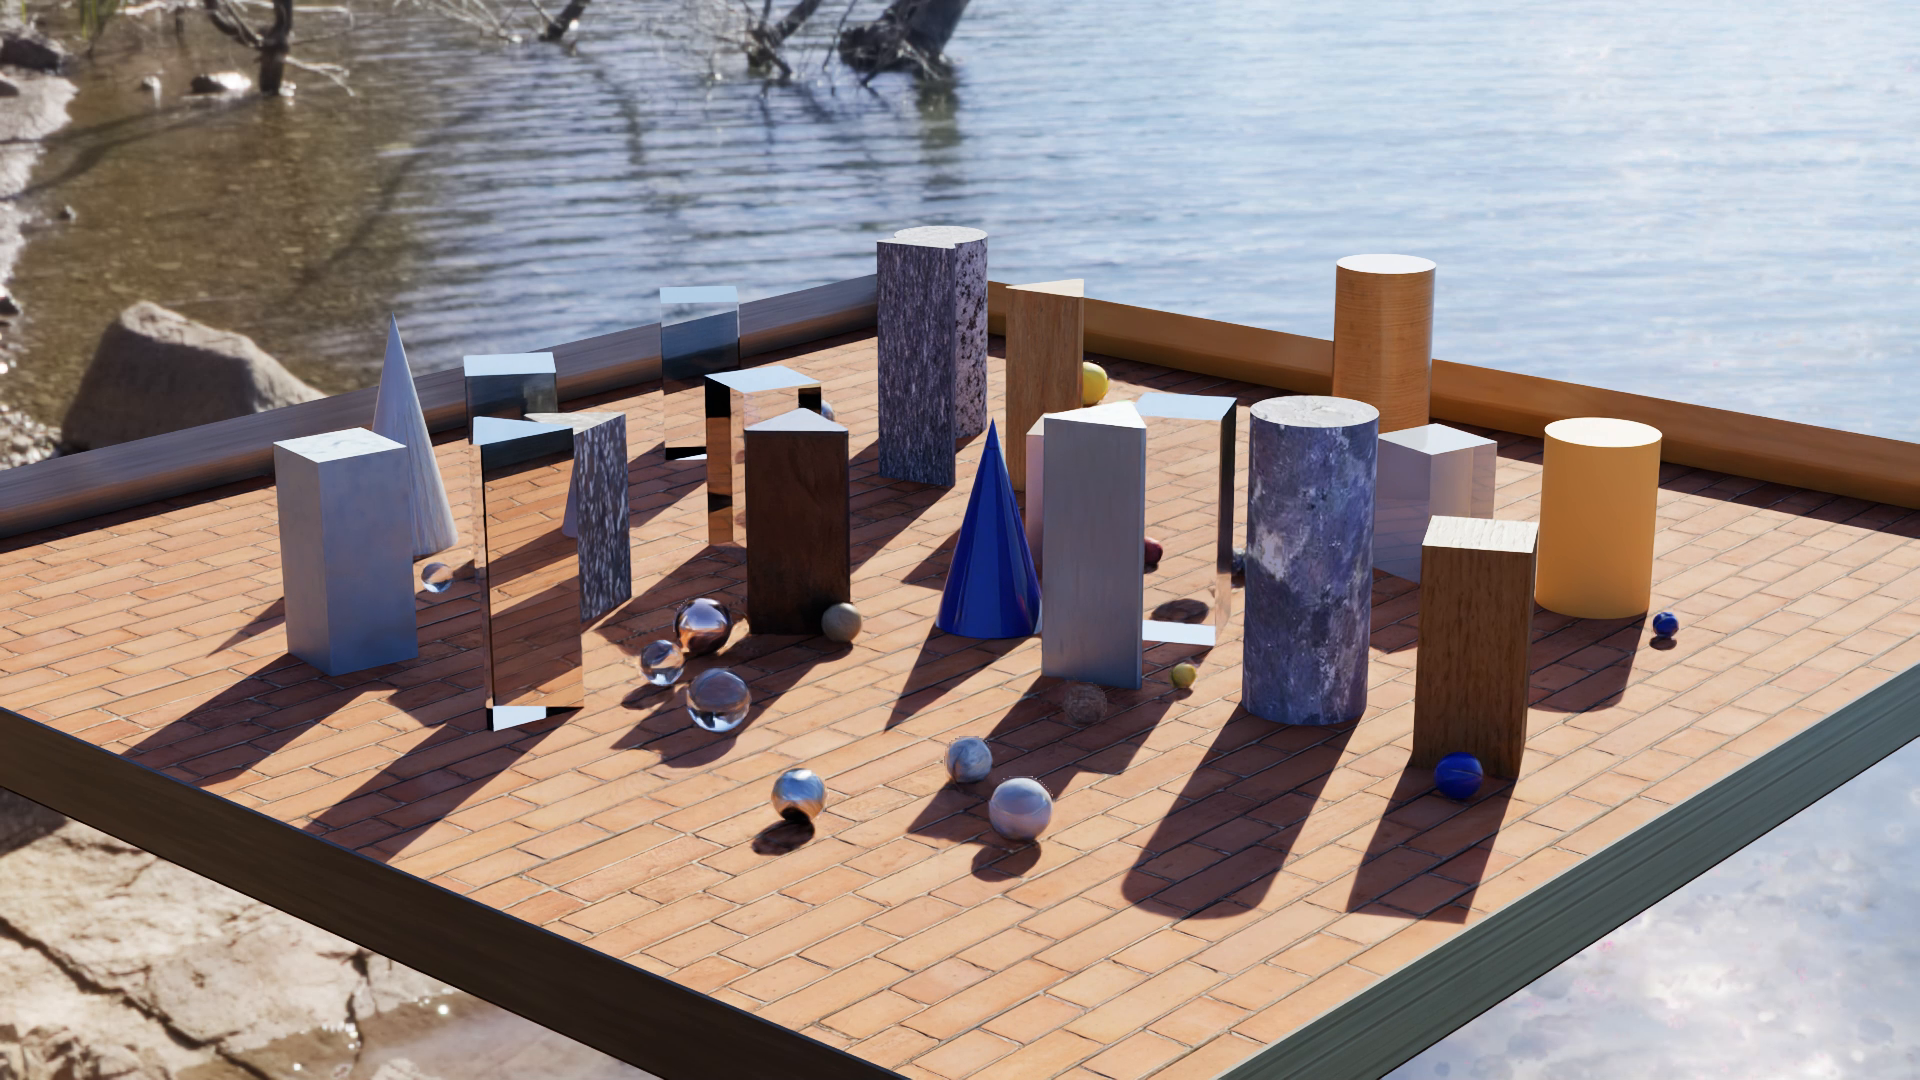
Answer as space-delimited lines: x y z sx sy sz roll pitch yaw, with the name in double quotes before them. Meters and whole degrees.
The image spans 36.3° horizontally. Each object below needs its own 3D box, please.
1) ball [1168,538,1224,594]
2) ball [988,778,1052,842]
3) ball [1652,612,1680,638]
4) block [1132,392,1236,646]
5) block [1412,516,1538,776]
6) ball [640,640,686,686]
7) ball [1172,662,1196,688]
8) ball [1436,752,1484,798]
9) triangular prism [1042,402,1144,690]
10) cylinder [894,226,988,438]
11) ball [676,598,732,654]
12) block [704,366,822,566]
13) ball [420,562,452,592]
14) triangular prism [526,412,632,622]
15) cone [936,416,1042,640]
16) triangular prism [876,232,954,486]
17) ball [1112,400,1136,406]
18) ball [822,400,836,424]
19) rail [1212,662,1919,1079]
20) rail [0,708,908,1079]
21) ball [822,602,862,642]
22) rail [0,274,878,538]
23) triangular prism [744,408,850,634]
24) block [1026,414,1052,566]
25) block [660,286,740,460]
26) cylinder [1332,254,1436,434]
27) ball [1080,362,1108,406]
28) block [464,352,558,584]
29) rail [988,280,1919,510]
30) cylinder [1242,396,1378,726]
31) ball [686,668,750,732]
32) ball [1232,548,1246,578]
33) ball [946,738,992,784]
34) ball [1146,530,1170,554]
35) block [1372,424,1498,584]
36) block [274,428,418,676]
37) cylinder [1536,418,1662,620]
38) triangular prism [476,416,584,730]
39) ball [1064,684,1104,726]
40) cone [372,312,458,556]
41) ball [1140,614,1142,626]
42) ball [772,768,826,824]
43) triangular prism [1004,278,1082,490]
"ball" 0.413 0.046 5.131 0.096 0.096 0.096 0 17 0
"ball" 0.084 0.373 4.058 0.089 0.089 0.089 0 17 0
"ball" 1.180 0.142 4.903 0.044 0.044 0.044 0 17 0
"block" 0.367 -0.037 4.904 0.156 0.385 0.156 4 17 14
"block" 0.763 0.155 4.342 0.156 0.343 0.156 4 17 14
"ball" -0.475 0.196 4.674 0.073 0.073 0.073 0 17 0
"ball" 0.356 0.216 4.665 0.040 0.040 0.040 0 17 0
"ball" 0.717 0.337 4.212 0.068 0.068 0.068 0 17 0
"triangular prism" 0.239 0.003 4.696 0.169 0.430 0.147 8 18 23
"cylinder" -0.040 -0.439 6.186 0.196 0.416 0.196 0 17 0
"ball" -0.421 0.141 4.820 0.093 0.093 0.093 0 17 0
"block" -0.357 -0.137 5.345 0.156 0.322 0.156 -10 19 -30
"ball" -0.917 0.065 5.138 0.055 0.055 0.055 0 17 0
"triangular prism" -0.635 -0.048 5.034 0.147 0.331 0.169 -11 20 -33
"cone" 0.055 -0.034 4.939 0.196 0.360 0.196 0 17 0
"triangular prism" -0.055 -0.365 5.831 0.169 0.477 0.147 8 19 26
"ball" 0.340 -0.243 6.089 0.096 0.096 0.096 0 17 0
"ball" -0.304 -0.253 6.137 0.088 0.088 0.088 0 17 0
"rail" 1.166 0.324 4.151 0.045 0.127 3.217 14 22 39
"rail" -1.039 0.377 3.974 3.135 0.127 0.045 14 22 39
"ball" -0.197 0.138 4.878 0.067 0.067 0.067 0 17 0
"rail" -1.166 -0.260 6.089 0.045 0.127 3.217 14 22 39
"triangular prism" -0.268 -0.033 4.945 0.169 0.354 0.147 0 17 2
"block" 0.212 -0.088 5.317 0.156 0.245 0.156 4 17 13
"block" -0.533 -0.345 6.026 0.156 0.326 0.156 -2 17 -6
"cylinder" 0.842 -0.343 5.855 0.196 0.424 0.196 0 17 0
"ball" 0.278 -0.341 6.419 0.093 0.093 0.093 0 17 0
"block" -0.794 -0.129 5.222 0.156 0.379 0.156 -3 17 -10
"rail" 1.039 -0.314 6.266 3.135 0.127 0.045 14 22 39
"cylinder" 0.539 0.030 4.530 0.196 0.473 0.196 0 17 0
"ball" -0.368 0.244 4.471 0.098 0.098 0.098 0 17 0
"ball" 0.494 0.040 5.226 0.051 0.051 0.051 0 17 0
"ball" 0.013 0.321 4.265 0.068 0.068 0.068 0 17 0
"ball" 0.361 0.005 5.358 0.044 0.044 0.044 0 17 0
"block" 0.843 -0.065 5.246 0.156 0.241 0.156 -11 20 -32
"block" -0.999 0.017 4.772 0.156 0.357 0.156 -13 21 -37
"cylinder" 1.098 -0.039 5.051 0.196 0.304 0.196 0 17 0
"triangular prism" -0.698 0.043 4.523 0.169 0.452 0.147 -13 21 -37
"ball" 0.191 0.253 4.502 0.063 0.063 0.063 0 17 0
"cone" -1.029 -0.207 5.378 0.196 0.437 0.196 0 17 0
"ball" 0.255 0.132 4.853 0.091 0.091 0.091 0 17 0
"ball" -0.227 0.359 4.123 0.077 0.077 0.077 0 17 0
"triangular prism" 0.199 -0.302 5.751 0.169 0.403 0.147 10 20 31
